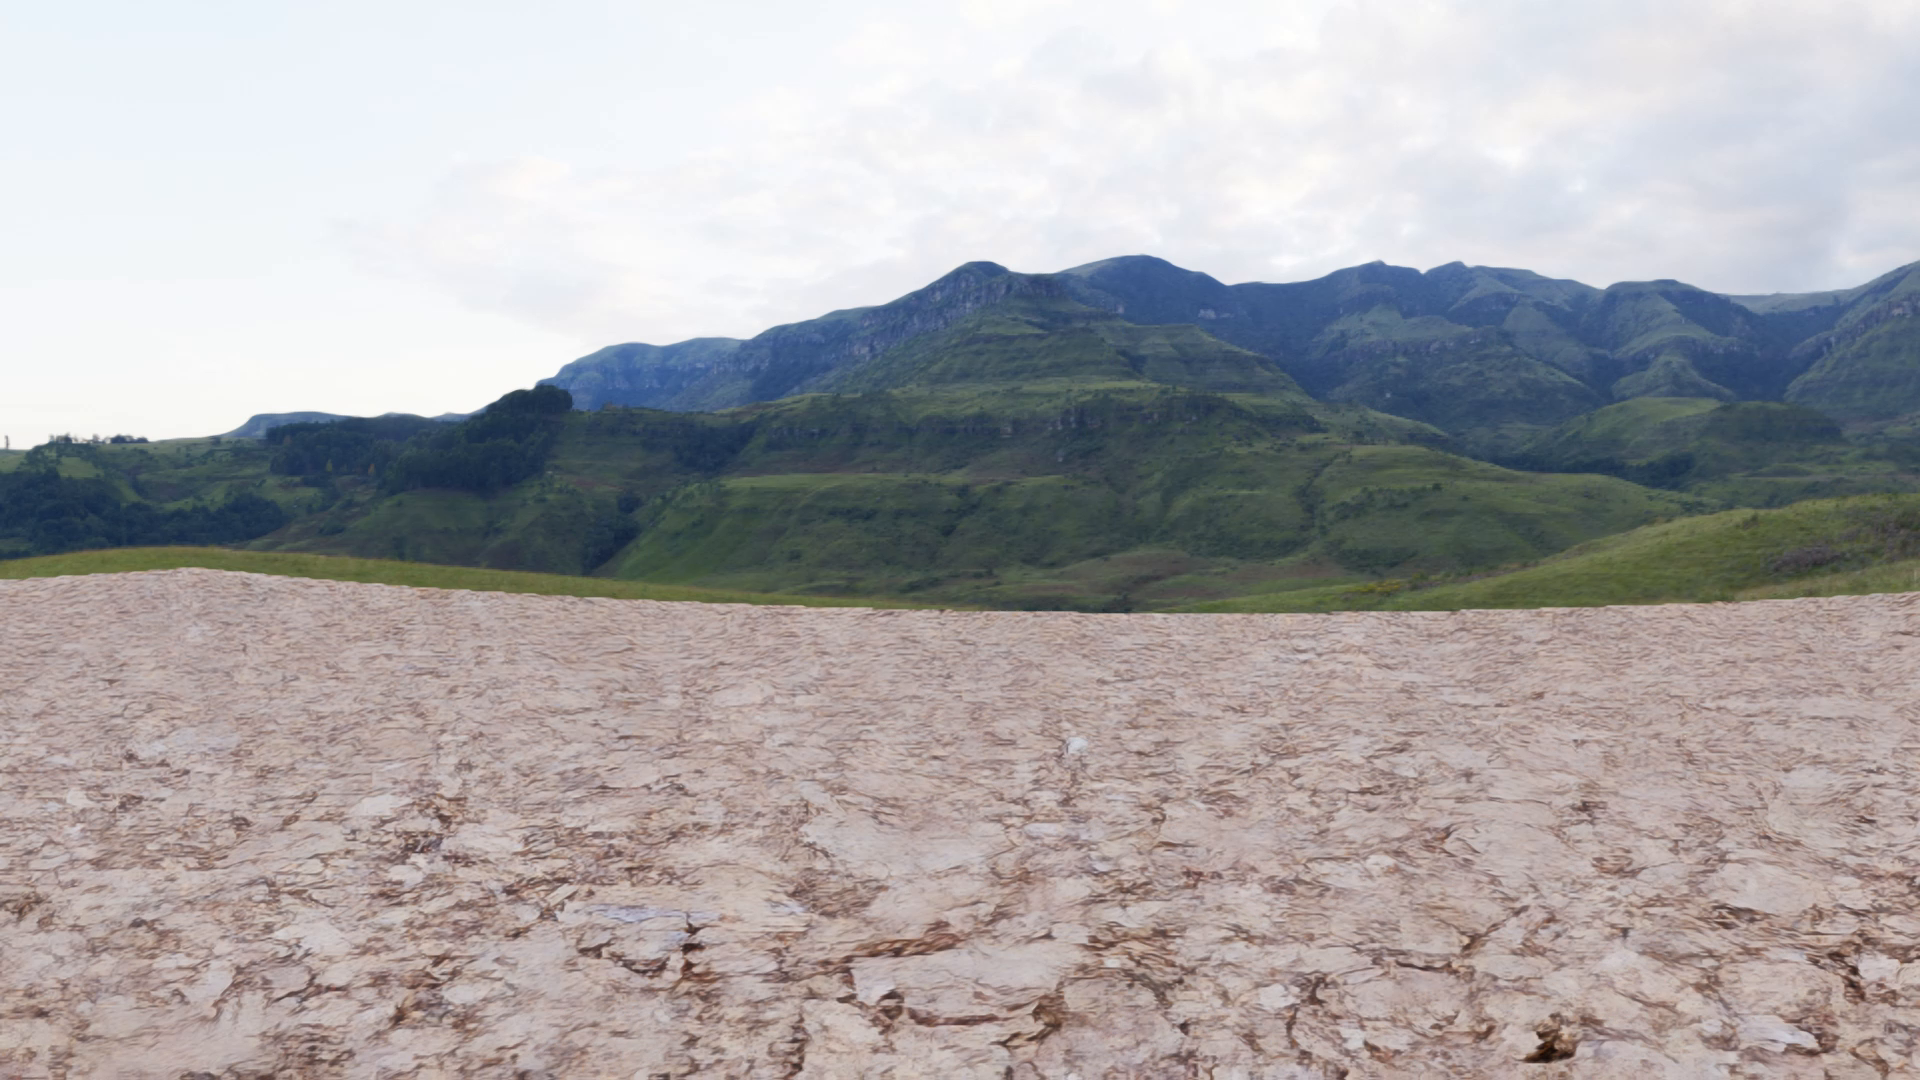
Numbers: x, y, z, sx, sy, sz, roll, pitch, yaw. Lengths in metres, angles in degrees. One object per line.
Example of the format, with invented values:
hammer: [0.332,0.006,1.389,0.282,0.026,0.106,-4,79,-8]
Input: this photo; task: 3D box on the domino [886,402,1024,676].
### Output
domino: [-0.001,0.000,0.239,0.025,0.050,0.009,0,4,-2]

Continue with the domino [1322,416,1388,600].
domino: [0.112,-0.010,0.361,0.009,0.050,0.025,3,5,34]

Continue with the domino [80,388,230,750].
domino: [-0.118,0.003,0.190,0.009,0.050,0.025,-1,4,-14]

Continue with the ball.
ball: [0.002,-0.003,0.049,0.080,0.080,0.080,0,4,0]

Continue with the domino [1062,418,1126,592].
domino: [0.039,-0.011,0.379,0.009,0.050,0.025,-1,5,-18]

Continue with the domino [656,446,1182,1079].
domino: [0.000,0.014,0.097,0.025,0.050,0.010,2,-40,22]

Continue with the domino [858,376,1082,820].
domino: [0.001,0.006,0.149,0.025,0.050,0.009,0,4,5]

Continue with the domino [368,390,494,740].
domino: [-0.080,0.003,0.195,0.010,0.050,0.025,0,4,-6]

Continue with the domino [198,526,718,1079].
domino: [-0.032,0.018,0.085,0.025,0.010,0.050,-2,39,-20]

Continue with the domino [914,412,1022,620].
domino: [0.002,-0.006,0.316,0.025,0.050,0.010,1,4,10]

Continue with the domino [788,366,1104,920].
domino: [0.000,0.009,0.120,0.025,0.050,0.010,-1,-21,11]

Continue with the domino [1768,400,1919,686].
domino: [0.164,0.000,0.234,0.025,0.050,0.010,4,6,43]

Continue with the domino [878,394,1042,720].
domino: [0.000,0.002,0.201,0.025,0.050,0.009,0,4,0]

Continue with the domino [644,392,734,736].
domino: [-0.041,0.003,0.199,0.009,0.050,0.025,0,4,-5]

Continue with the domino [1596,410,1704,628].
domino: [0.164,-0.005,0.306,0.025,0.050,0.009,-3,5,-31]

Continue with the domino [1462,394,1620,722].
domino: [0.093,0.002,0.208,0.009,0.050,0.025,-1,4,-10]

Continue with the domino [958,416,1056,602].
domino: [0.013,-0.009,0.353,0.025,0.050,0.009,2,5,24]

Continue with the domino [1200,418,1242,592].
domino: [0.077,-0.011,0.379,0.009,0.050,0.025,1,4,16]

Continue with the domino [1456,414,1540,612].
domino: [0.141,-0.008,0.336,0.025,0.050,0.010,-4,6,-43]

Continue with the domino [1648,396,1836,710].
domino: [0.131,0.001,0.216,0.009,0.050,0.025,-1,4,-17]

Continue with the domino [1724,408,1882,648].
domino: [0.177,-0.003,0.270,0.025,0.050,0.009,0,4,-2]

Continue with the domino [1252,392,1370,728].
domino: [0.055,0.002,0.203,0.009,0.050,0.025,0,4,-4]

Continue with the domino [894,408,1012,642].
domino: [-0.001,-0.003,0.278,0.025,0.050,0.009,0,4,1]
